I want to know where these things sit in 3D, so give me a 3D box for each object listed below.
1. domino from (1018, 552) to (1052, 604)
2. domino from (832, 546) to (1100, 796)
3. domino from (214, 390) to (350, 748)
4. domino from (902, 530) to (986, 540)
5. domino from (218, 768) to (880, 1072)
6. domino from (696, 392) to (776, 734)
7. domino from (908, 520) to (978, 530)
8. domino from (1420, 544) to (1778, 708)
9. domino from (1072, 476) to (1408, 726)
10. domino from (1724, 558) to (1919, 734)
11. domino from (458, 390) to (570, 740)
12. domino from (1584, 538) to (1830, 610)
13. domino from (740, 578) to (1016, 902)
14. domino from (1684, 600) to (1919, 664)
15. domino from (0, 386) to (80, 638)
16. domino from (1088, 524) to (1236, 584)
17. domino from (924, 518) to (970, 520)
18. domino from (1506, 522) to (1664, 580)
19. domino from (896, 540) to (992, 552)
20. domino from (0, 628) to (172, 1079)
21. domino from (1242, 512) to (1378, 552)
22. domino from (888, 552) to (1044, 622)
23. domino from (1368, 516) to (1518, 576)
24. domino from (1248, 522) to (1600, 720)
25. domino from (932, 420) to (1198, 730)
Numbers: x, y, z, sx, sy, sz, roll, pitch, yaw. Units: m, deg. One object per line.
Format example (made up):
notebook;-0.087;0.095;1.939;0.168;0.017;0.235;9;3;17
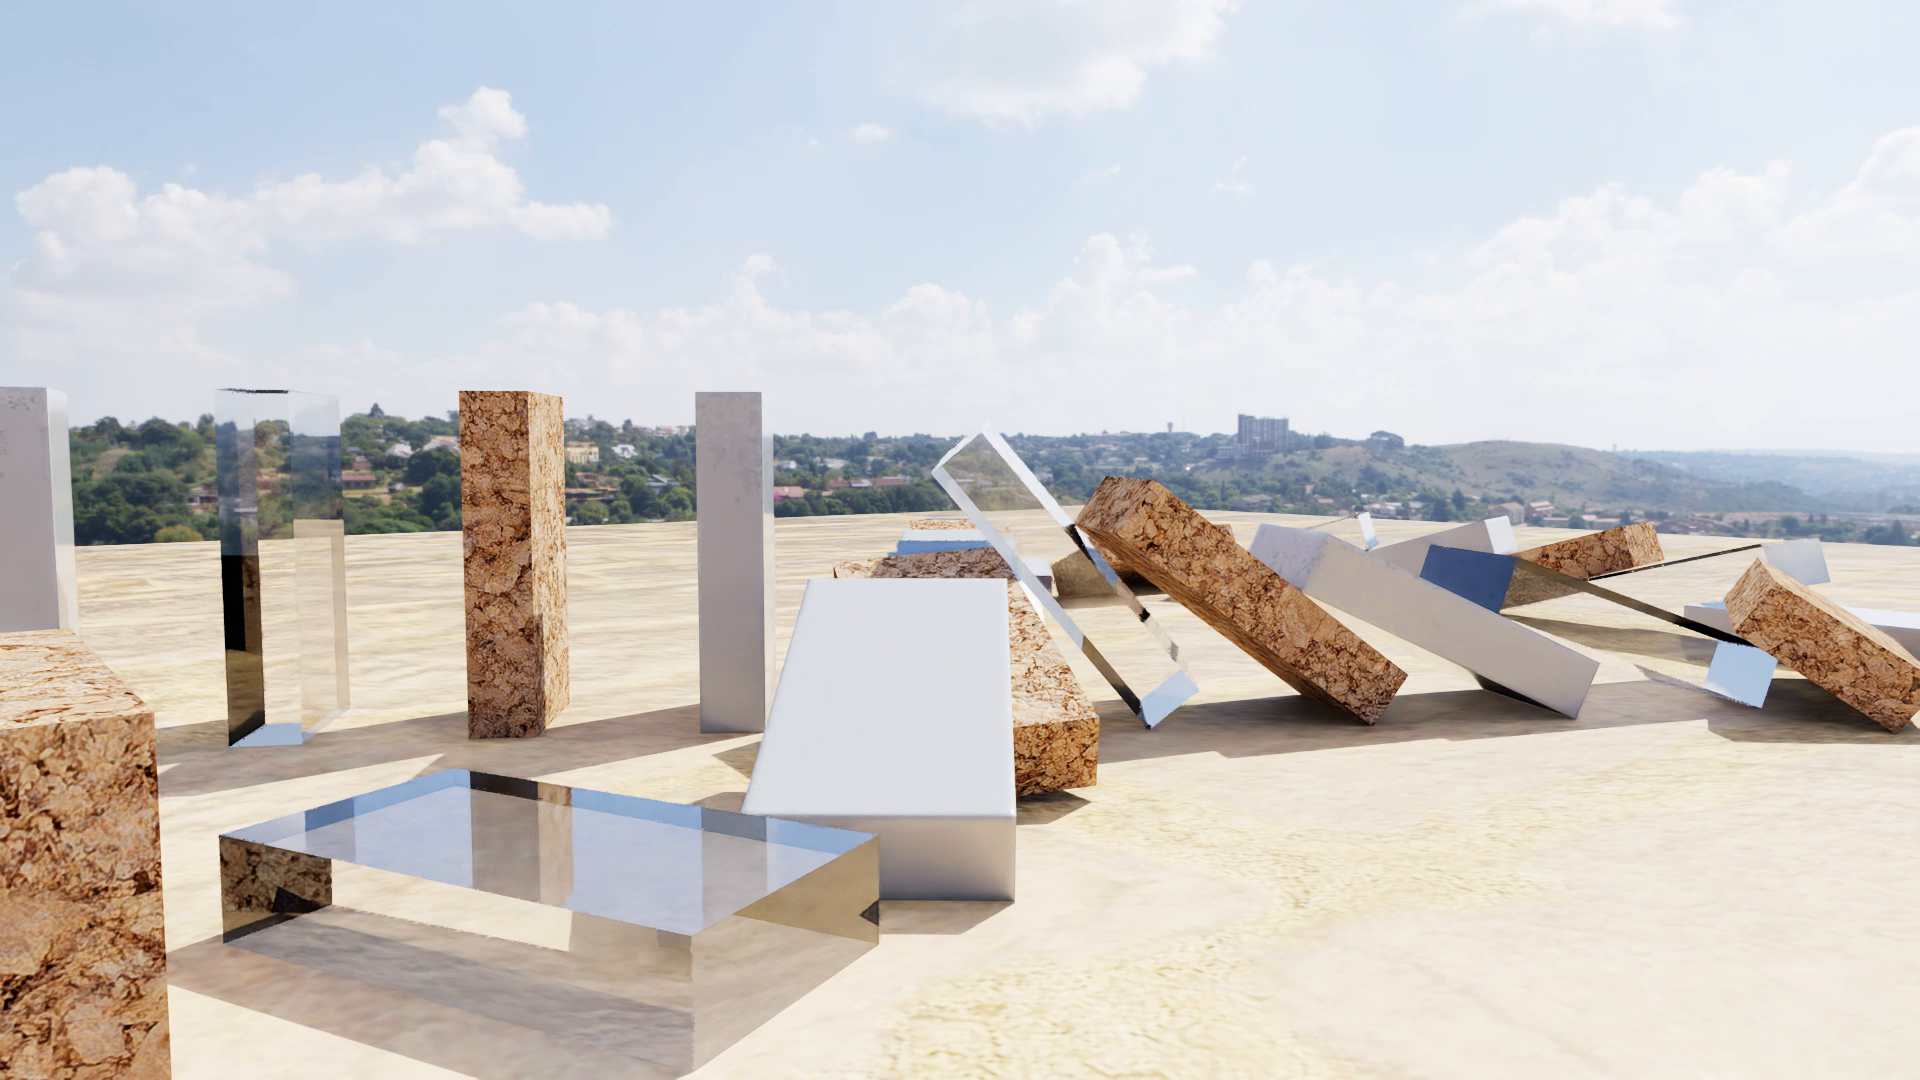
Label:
domino;0.013;0.010;0.366;0.025;0.009;0.050;0;4;2
domino;-0.001;0.016;0.171;0.025;0.010;0.050;-5;24;-11
domino;-0.100;0.003;0.192;0.010;0.050;0.025;-1;4;-11
domino;-0.001;0.011;0.263;0.025;0.010;0.050;0;21;1
domino;-0.035;0.030;0.109;0.050;0.009;0.025;2;5;27
domino;-0.034;0.003;0.199;0.009;0.050;0.025;0;4;-5
domino;-0.001;0.009;0.296;0.025;0.010;0.050;0;21;2
domino;0.105;0.014;0.214;0.050;0.009;0.025;18;1;-11
domino;0.043;0.009;0.201;0.050;0.009;0.025;36;-2;-10
domino;0.143;0.016;0.213;0.025;0.009;0.050;38;21;21
domino;-0.068;0.003;0.196;0.009;0.050;0.025;0;4;-6
domino;0.157;0.010;0.281;0.025;0.010;0.050;-3;-11;-34
domino;-0.007;0.019;0.141;0.025;0.010;0.050;0;24;1
domino;0.173;0.019;0.250;0.025;0.010;0.050;-3;5;-34
domino;-0.132;0.004;0.181;0.010;0.050;0.025;-2;5;-30
domino;0.055;0.005;0.379;0.050;0.009;0.025;-3;-18;-33
domino;0.002;0.007;0.328;0.025;0.010;0.050;0;19;2
domino;0.139;0.007;0.311;0.050;0.010;0.025;-20;-10;41
domino;0.000;0.014;0.230;0.025;0.010;0.050;0;21;1
domino;-0.072;0.023;0.101;0.009;0.025;0.050;-4;6;-40
domino;0.087;0.004;0.353;0.050;0.010;0.025;-17;-3;23
domino;0.000;0.016;0.198;0.025;0.010;0.050;0;22;0
domino;0.115;0.006;0.334;0.050;0.009;0.025;-18;-7;35
domino;0.073;0.012;0.206;0.050;0.009;0.025;24;0;-11
domino;0.016;0.004;0.200;0.009;0.050;0.025;-40;5;8
